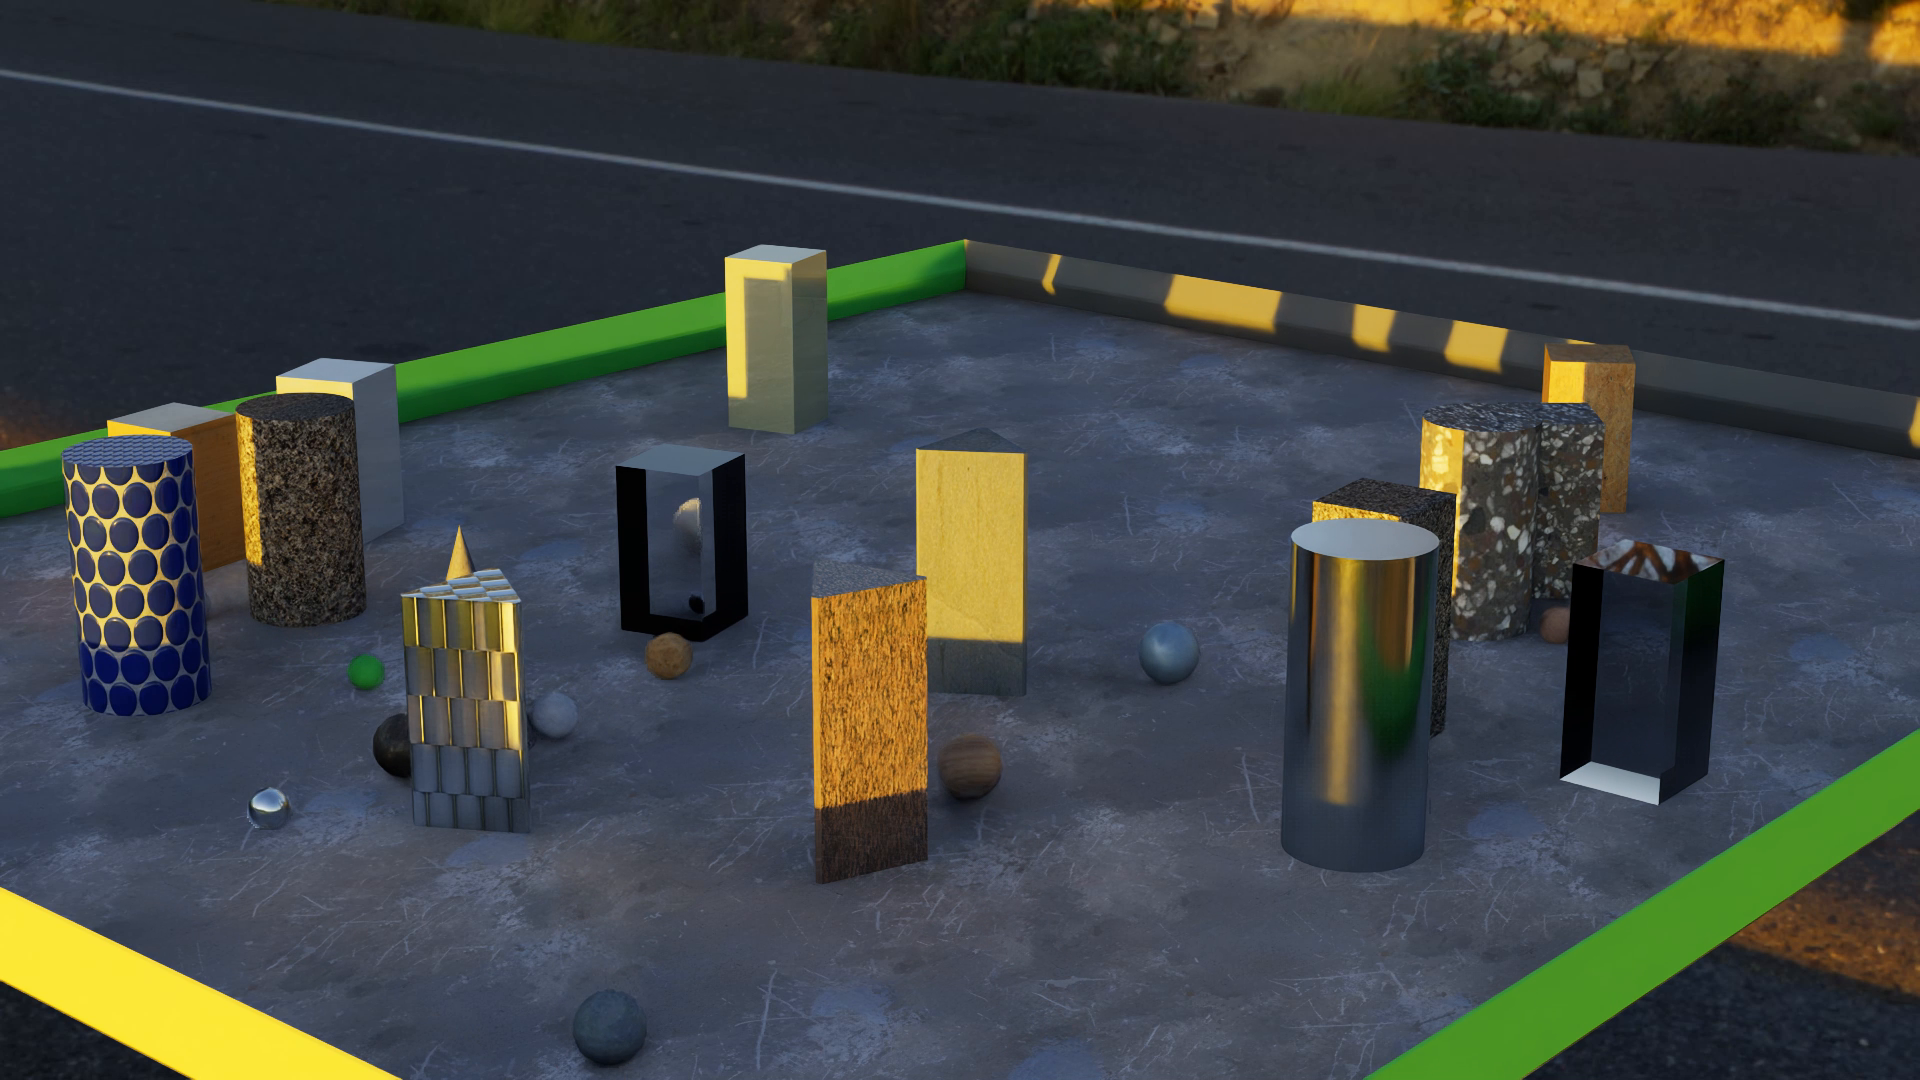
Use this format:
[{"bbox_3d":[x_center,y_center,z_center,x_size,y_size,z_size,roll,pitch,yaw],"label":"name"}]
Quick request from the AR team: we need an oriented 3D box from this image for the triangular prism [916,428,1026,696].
[{"bbox_3d":[0.028,0.032,4.658,0.171,0.397,0.148,2,17,7],"label":"triangular prism"}]

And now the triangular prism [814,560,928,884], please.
[{"bbox_3d":[-0.154,0.237,3.969,0.171,0.402,0.148,-10,19,-30],"label":"triangular prism"}]

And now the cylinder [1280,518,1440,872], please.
[{"bbox_3d":[0.543,0.210,3.991,0.197,0.442,0.197,0,17,0],"label":"cylinder"}]

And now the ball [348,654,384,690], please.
[{"bbox_3d":[-0.945,0.209,4.662,0.055,0.055,0.055,0,17,0],"label":"ball"}]

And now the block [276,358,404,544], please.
[{"bbox_3d":[-1.154,-0.166,5.469,0.158,0.308,0.158,6,18,18],"label":"block"}]

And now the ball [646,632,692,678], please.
[{"bbox_3d":[-0.466,0.185,4.711,0.074,0.074,0.074,0,17,0],"label":"ball"}]

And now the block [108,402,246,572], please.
[{"bbox_3d":[-1.409,-0.090,5.280,0.158,0.271,0.158,10,20,31],"label":"block"}]

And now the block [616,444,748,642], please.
[{"bbox_3d":[-0.467,0.003,4.944,0.158,0.288,0.158,8,18,24],"label":"block"}]

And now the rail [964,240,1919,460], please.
[{"bbox_3d":[1.272,-0.391,6.523,3.382,0.128,0.045,14,22,39],"label":"rail"}]

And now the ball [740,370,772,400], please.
[{"bbox_3d":[-0.448,-0.342,6.464,0.070,0.070,0.070,0,17,0],"label":"ball"}]

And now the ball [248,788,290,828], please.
[{"bbox_3d":[-0.966,0.376,4.106,0.057,0.057,0.057,0,17,0],"label":"ball"}]

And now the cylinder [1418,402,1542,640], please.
[{"bbox_3d":[0.870,-0.032,4.935,0.197,0.360,0.197,0,17,0],"label":"cylinder"}]

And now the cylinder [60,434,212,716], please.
[{"bbox_3d":[-1.285,0.053,4.582,0.197,0.400,0.197,0,17,0],"label":"cylinder"}]

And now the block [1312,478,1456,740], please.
[{"bbox_3d":[0.632,0.117,4.414,0.158,0.376,0.158,11,20,33],"label":"block"}]

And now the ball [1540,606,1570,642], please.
[{"bbox_3d":[0.996,0.140,4.880,0.062,0.062,0.062,0,17,0],"label":"ball"}]

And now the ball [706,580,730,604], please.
[{"bbox_3d":[-0.419,0.091,5.080,0.041,0.041,0.041,0,17,0],"label":"ball"}]

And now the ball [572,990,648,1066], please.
[{"bbox_3d":[-0.408,0.568,3.416,0.087,0.087,0.087,0,17,0],"label":"ball"}]

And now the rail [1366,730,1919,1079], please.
[{"bbox_3d":[1.259,0.348,4.073,0.045,0.128,3.929,14,22,39],"label":"rail"}]

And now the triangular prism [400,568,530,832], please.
[{"bbox_3d":[-0.671,0.222,4.130,0.171,0.338,0.148,3,17,10],"label":"triangular prism"}]

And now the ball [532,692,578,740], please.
[{"bbox_3d":[-0.614,0.267,4.445,0.071,0.071,0.071,0,17,0],"label":"ball"}]

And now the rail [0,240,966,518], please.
[{"bbox_3d":[-1.259,-0.283,6.166,0.045,0.128,3.929,14,22,39],"label":"rail"}]

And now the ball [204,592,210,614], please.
[{"bbox_3d":[-1.303,0.110,4.998,0.051,0.051,0.051,0,17,0],"label":"ball"}]

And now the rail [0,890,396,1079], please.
[{"bbox_3d":[-1.272,0.455,3.717,3.382,0.128,0.045,14,22,39],"label":"rail"}]

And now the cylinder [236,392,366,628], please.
[{"bbox_3d":[-1.123,-0.053,5.003,0.197,0.361,0.197,0,17,0],"label":"cylinder"}]

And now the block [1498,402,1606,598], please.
[{"bbox_3d":[1.028,-0.071,5.146,0.158,0.312,0.158,0,17,1],"label":"block"}]

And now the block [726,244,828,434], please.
[{"bbox_3d":[-0.388,-0.428,6.238,0.158,0.366,0.158,8,18,24],"label":"block"}]

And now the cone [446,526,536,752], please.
[{"bbox_3d":[-0.740,0.142,4.384,0.197,0.344,0.197,0,17,0],"label":"cone"}]

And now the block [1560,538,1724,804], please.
[{"bbox_3d":[0.988,0.189,4.252,0.158,0.331,0.158,13,21,38],"label":"block"}]

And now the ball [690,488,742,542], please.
[{"bbox_3d":[-0.451,-0.046,5.433,0.098,0.098,0.098,0,17,0],"label":"ball"}]

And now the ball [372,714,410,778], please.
[{"bbox_3d":[-0.813,0.301,4.293,0.093,0.093,0.093,0,17,0],"label":"ball"}]

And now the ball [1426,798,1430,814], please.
[{"bbox_3d":[0.635,0.373,4.126,0.050,0.050,0.050,0,17,0],"label":"ball"}]

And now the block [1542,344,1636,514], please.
[{"bbox_3d":[1.208,-0.217,5.664,0.158,0.294,0.158,2,17,7],"label":"block"}]

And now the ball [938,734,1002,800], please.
[{"bbox_3d":[0.014,0.325,4.211,0.093,0.093,0.093,0,17,0],"label":"ball"}]

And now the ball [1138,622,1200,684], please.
[{"bbox_3d":[0.334,0.180,4.683,0.099,0.099,0.099,0,17,0],"label":"ball"}]
